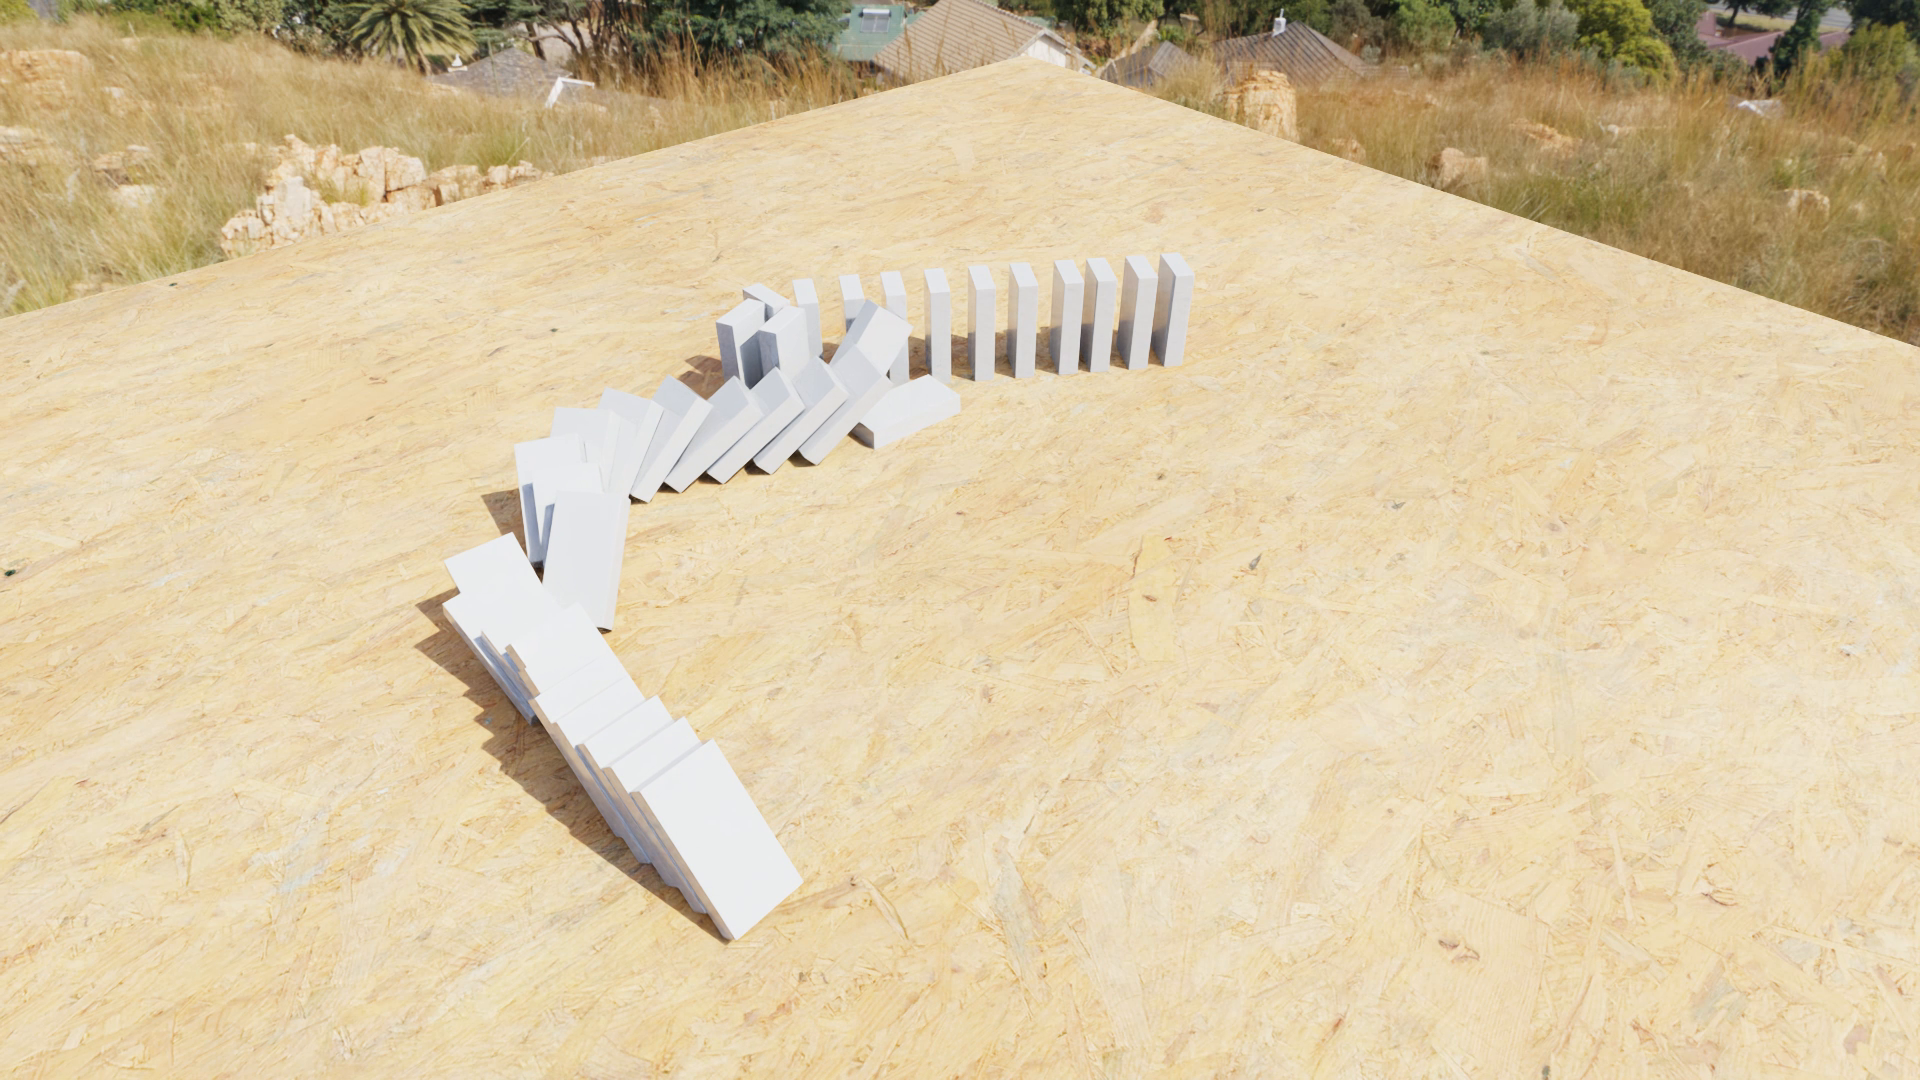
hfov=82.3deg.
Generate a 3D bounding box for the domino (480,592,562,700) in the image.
[{"bbox_3d":[-0.135,0.044,0.370,0.025,0.009,0.050,-35,81,-35],"label":"domino"}]

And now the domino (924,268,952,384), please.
[{"bbox_3d":[-0.011,-0.104,0.539,0.010,0.050,0.025,-6,40,-7],"label":"domino"}]

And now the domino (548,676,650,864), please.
[{"bbox_3d":[-0.099,0.069,0.332,0.025,0.050,0.010,-35,8,-35],"label":"domino"}]

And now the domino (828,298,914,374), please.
[{"bbox_3d":[-0.045,-0.084,0.511,0.010,0.050,0.025,40,12,38],"label":"domino"}]

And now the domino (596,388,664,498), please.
[{"bbox_3d":[-0.147,-0.037,0.466,0.025,0.010,0.050,17,82,20],"label":"domino"}]

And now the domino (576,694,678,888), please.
[{"bbox_3d":[-0.088,0.074,0.326,0.025,0.050,0.009,-35,8,-35],"label":"domino"}]

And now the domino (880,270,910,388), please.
[{"bbox_3d":[-0.032,-0.102,0.536,0.010,0.050,0.025,-6,40,-7],"label":"domino"}]

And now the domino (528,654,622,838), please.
[{"bbox_3d":[-0.108,0.063,0.339,0.025,0.050,0.010,-35,8,-35],"label":"domino"}]

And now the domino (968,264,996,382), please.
[{"bbox_3d":[0.010,-0.106,0.541,0.009,0.050,0.025,-5,40,-7],"label":"domino"}]

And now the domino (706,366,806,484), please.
[{"bbox_3d":[-0.092,-0.050,0.482,0.050,0.010,0.025,-41,45,9],"label":"domino"}]

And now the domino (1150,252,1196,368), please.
[{"bbox_3d":[0.106,-0.115,0.552,0.009,0.050,0.025,-6,40,-7],"label":"domino"}]

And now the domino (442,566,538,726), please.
[{"bbox_3d":[-0.152,0.036,0.380,0.025,0.009,0.050,-36,81,-33],"label":"domino"}]

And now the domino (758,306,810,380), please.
[{"bbox_3d":[-0.080,-0.080,0.509,0.009,0.050,0.025,16,42,18],"label":"domino"}]

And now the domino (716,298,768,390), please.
[{"bbox_3d":[-0.099,-0.084,0.514,0.009,0.050,0.025,18,43,21],"label":"domino"}]

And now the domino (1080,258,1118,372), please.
[{"bbox_3d":[0.069,-0.112,0.548,0.010,0.050,0.025,-5,40,-6],"label":"domino"}]

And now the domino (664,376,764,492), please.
[{"bbox_3d":[-0.110,-0.046,0.478,0.050,0.009,0.025,-41,45,6],"label":"domino"}]

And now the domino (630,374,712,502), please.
[{"bbox_3d":[-0.130,-0.044,0.473,0.025,0.010,0.050,36,92,35],"label":"domino"}]

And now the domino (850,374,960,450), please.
[{"bbox_3d":[-0.027,-0.061,0.518,0.050,0.010,0.025,-27,46,-29],"label":"domino"}]

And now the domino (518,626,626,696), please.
[{"bbox_3d":[-0.114,0.056,0.349,0.025,0.050,0.010,-35,8,-35],"label":"domino"}]

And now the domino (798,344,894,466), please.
[{"bbox_3d":[-0.055,-0.060,0.491,0.050,0.010,0.025,-45,57,8],"label":"domino"}]

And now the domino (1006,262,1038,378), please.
[{"bbox_3d":[0.031,-0.108,0.544,0.010,0.050,0.025,-5,40,-6],"label":"domino"}]

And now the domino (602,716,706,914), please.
[{"bbox_3d":[-0.079,0.080,0.320,0.025,0.050,0.009,-35,8,-35],"label":"domino"}]

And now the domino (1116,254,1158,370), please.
[{"bbox_3d":[0.088,-0.114,0.550,0.010,0.050,0.025,-5,40,-6],"label":"domino"}]

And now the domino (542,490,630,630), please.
[{"bbox_3d":[-0.140,0.007,0.411,0.025,0.010,0.050,4,79,4],"label":"domino"}]

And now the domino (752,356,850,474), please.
[{"bbox_3d":[-0.074,-0.055,0.486,0.050,0.010,0.025,-43,49,10],"label":"domino"}]

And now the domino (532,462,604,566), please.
[{"bbox_3d":[-0.149,-0.004,0.427,0.025,0.010,0.050,-10,76,-12],"label":"domino"}]

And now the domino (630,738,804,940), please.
[{"bbox_3d":[-0.069,0.085,0.313,0.025,0.050,0.010,-35,8,-35],"label":"domino"}]

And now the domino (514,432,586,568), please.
[{"bbox_3d":[-0.161,-0.016,0.440,0.025,0.010,0.050,-11,76,-6],"label":"domino"}]

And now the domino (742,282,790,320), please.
[{"bbox_3d":[-0.090,-0.095,0.527,0.009,0.050,0.025,-30,48,-31],"label":"domino"}]

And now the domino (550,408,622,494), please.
[{"bbox_3d":[-0.158,-0.029,0.455,0.025,0.009,0.050,4,78,11],"label":"domino"}]

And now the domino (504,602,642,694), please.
[{"bbox_3d":[-0.122,0.048,0.358,0.025,0.050,0.010,-37,7,-35],"label":"domino"}]

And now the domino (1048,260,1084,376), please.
[{"bbox_3d":[0.053,-0.110,0.546,0.010,0.050,0.025,-5,40,-6],"label":"domino"}]

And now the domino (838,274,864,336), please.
[{"bbox_3d":[-0.051,-0.100,0.534,0.010,0.050,0.025,-7,40,-8],"label":"domino"}]

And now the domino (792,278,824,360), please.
[{"bbox_3d":[-0.073,-0.097,0.530,0.010,0.050,0.025,-8,40,-10],"label":"domino"}]

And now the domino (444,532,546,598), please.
[{"bbox_3d":[-0.161,0.025,0.394,0.025,0.010,0.050,-27,77,-28],"label":"domino"}]
